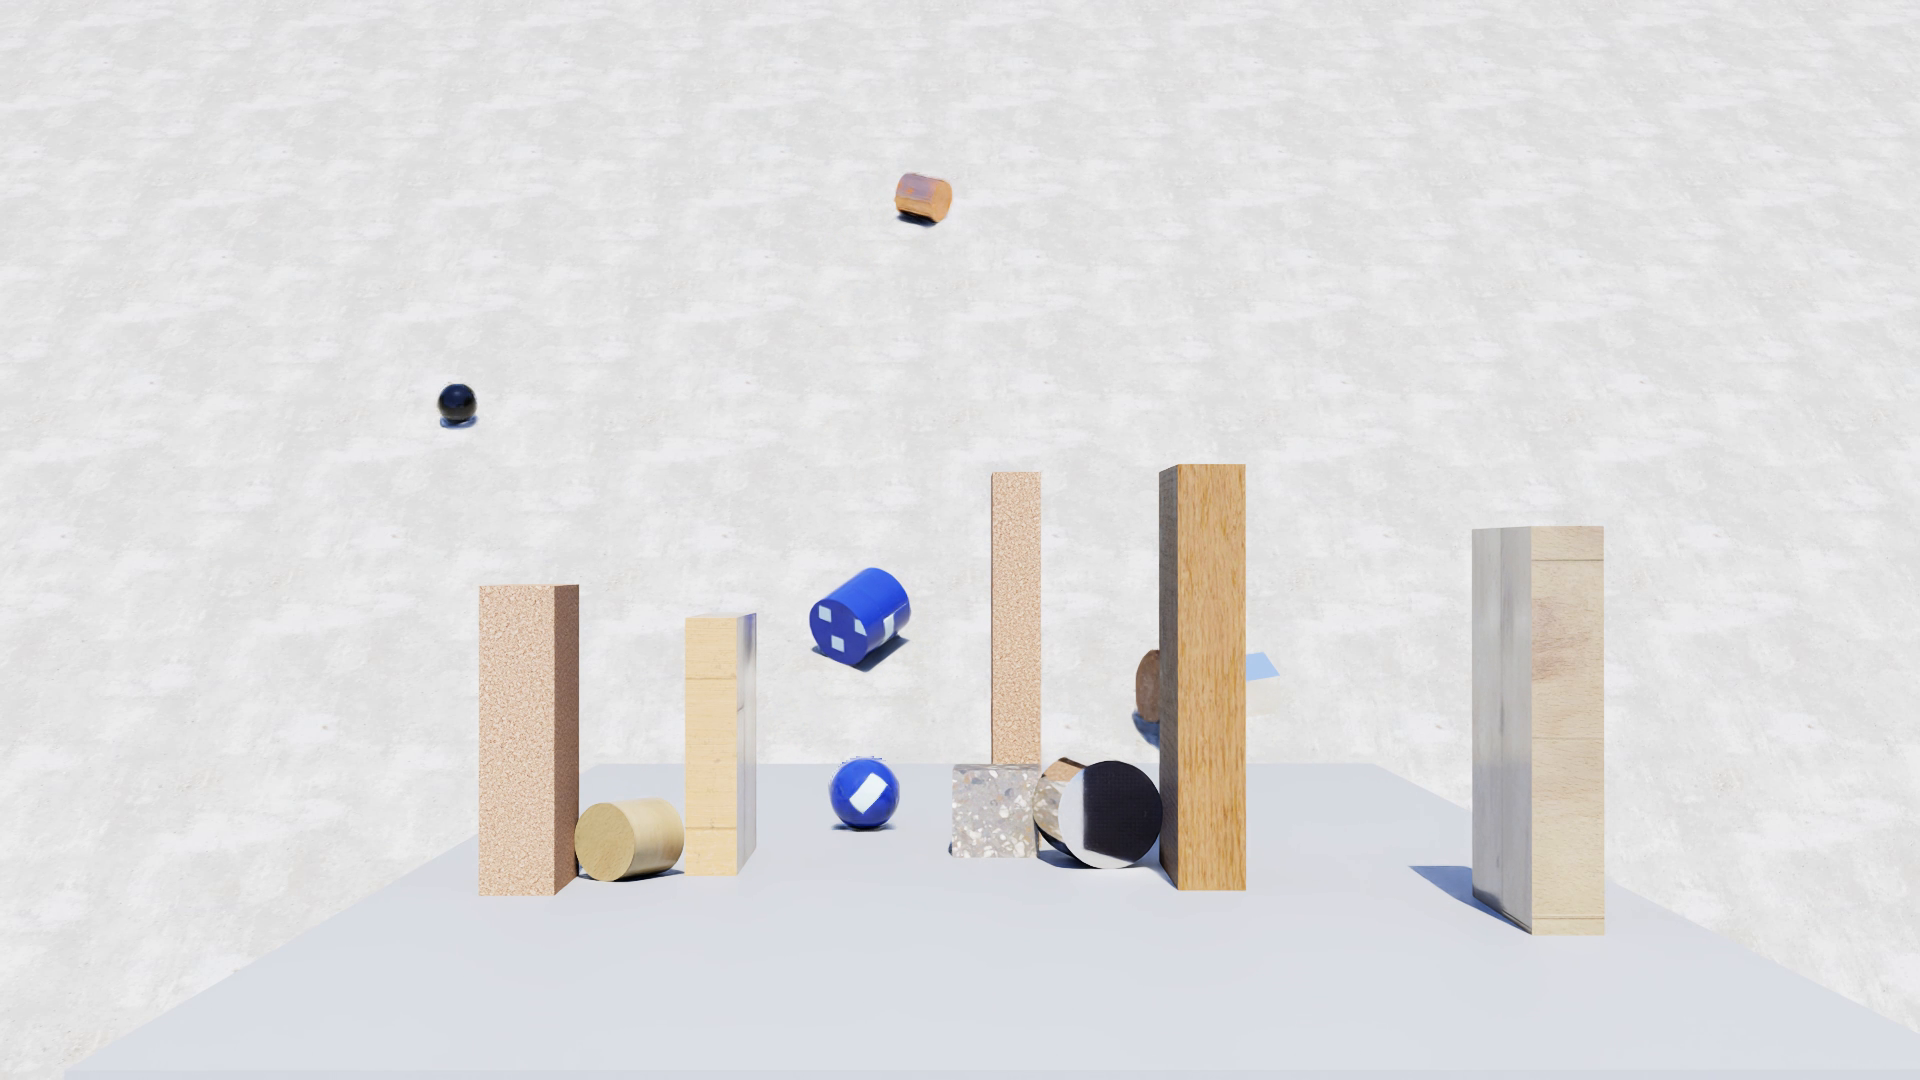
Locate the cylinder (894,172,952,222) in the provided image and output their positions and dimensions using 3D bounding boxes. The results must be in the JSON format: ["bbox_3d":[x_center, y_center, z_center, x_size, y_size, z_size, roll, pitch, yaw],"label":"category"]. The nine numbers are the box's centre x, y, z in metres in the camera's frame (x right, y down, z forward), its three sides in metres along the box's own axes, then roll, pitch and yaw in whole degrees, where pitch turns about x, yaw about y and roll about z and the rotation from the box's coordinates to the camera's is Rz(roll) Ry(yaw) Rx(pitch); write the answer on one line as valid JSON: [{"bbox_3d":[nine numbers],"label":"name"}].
[{"bbox_3d":[-0.139,-1.298,9.813,0.158,0.158,0.158,17,35,25],"label":"cylinder"}]

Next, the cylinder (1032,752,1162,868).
[{"bbox_3d":[0.238,0.470,4.513,0.186,0.186,0.186,-7,1,-12],"label":"cylinder"}]

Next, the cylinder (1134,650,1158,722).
[{"bbox_3d":[0.600,0.395,6.920,0.195,0.195,0.195,5,27,-26],"label":"cylinder"}]

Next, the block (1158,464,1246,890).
[{"bbox_3d":[0.402,0.221,4.332,0.108,0.681,0.394,0,0,0],"label":"block"}]

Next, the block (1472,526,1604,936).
[{"bbox_3d":[0.856,0.270,3.856,0.102,0.576,0.424,0,0,0],"label":"block"}]

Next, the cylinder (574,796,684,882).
[{"bbox_3d":[-0.550,0.497,4.310,0.129,0.129,0.129,21,11,31],"label":"cylinder"}]

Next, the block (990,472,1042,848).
[{"bbox_3d":[0.104,0.220,4.889,0.088,0.689,0.287,0,0,0],"label":"block"}]

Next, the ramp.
[{"bbox_3d":[0.069,0.614,4.688,2.000,0.100,4.000,0,0,0],"label":"ramp"}]

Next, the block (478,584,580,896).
[{"bbox_3d":[-0.698,0.317,4.212,0.119,0.487,0.268,0,0,0],"label":"block"}]

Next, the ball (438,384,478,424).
[{"bbox_3d":[-1.634,-0.445,8.425,0.130,0.130,0.130,0,31,0],"label":"ball"}]

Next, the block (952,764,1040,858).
[{"bbox_3d":[0.066,0.486,4.666,0.154,0.154,0.154,0,0,2],"label":"block"}]

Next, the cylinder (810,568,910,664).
[{"bbox_3d":[-0.280,0.213,7.262,0.204,0.204,0.204,20,36,29],"label":"cylinder"}]

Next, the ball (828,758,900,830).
[{"bbox_3d":[-0.187,0.496,5.068,0.140,0.140,0.140,0,31,0],"label":"ball"}]

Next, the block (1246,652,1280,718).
[{"bbox_3d":[0.788,0.396,7.038,0.121,0.121,0.121,-8,32,-14],"label":"block"}]

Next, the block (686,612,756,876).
[{"bbox_3d":[-0.416,0.347,4.542,0.087,0.432,0.424,0,0,0],"label":"block"}]
